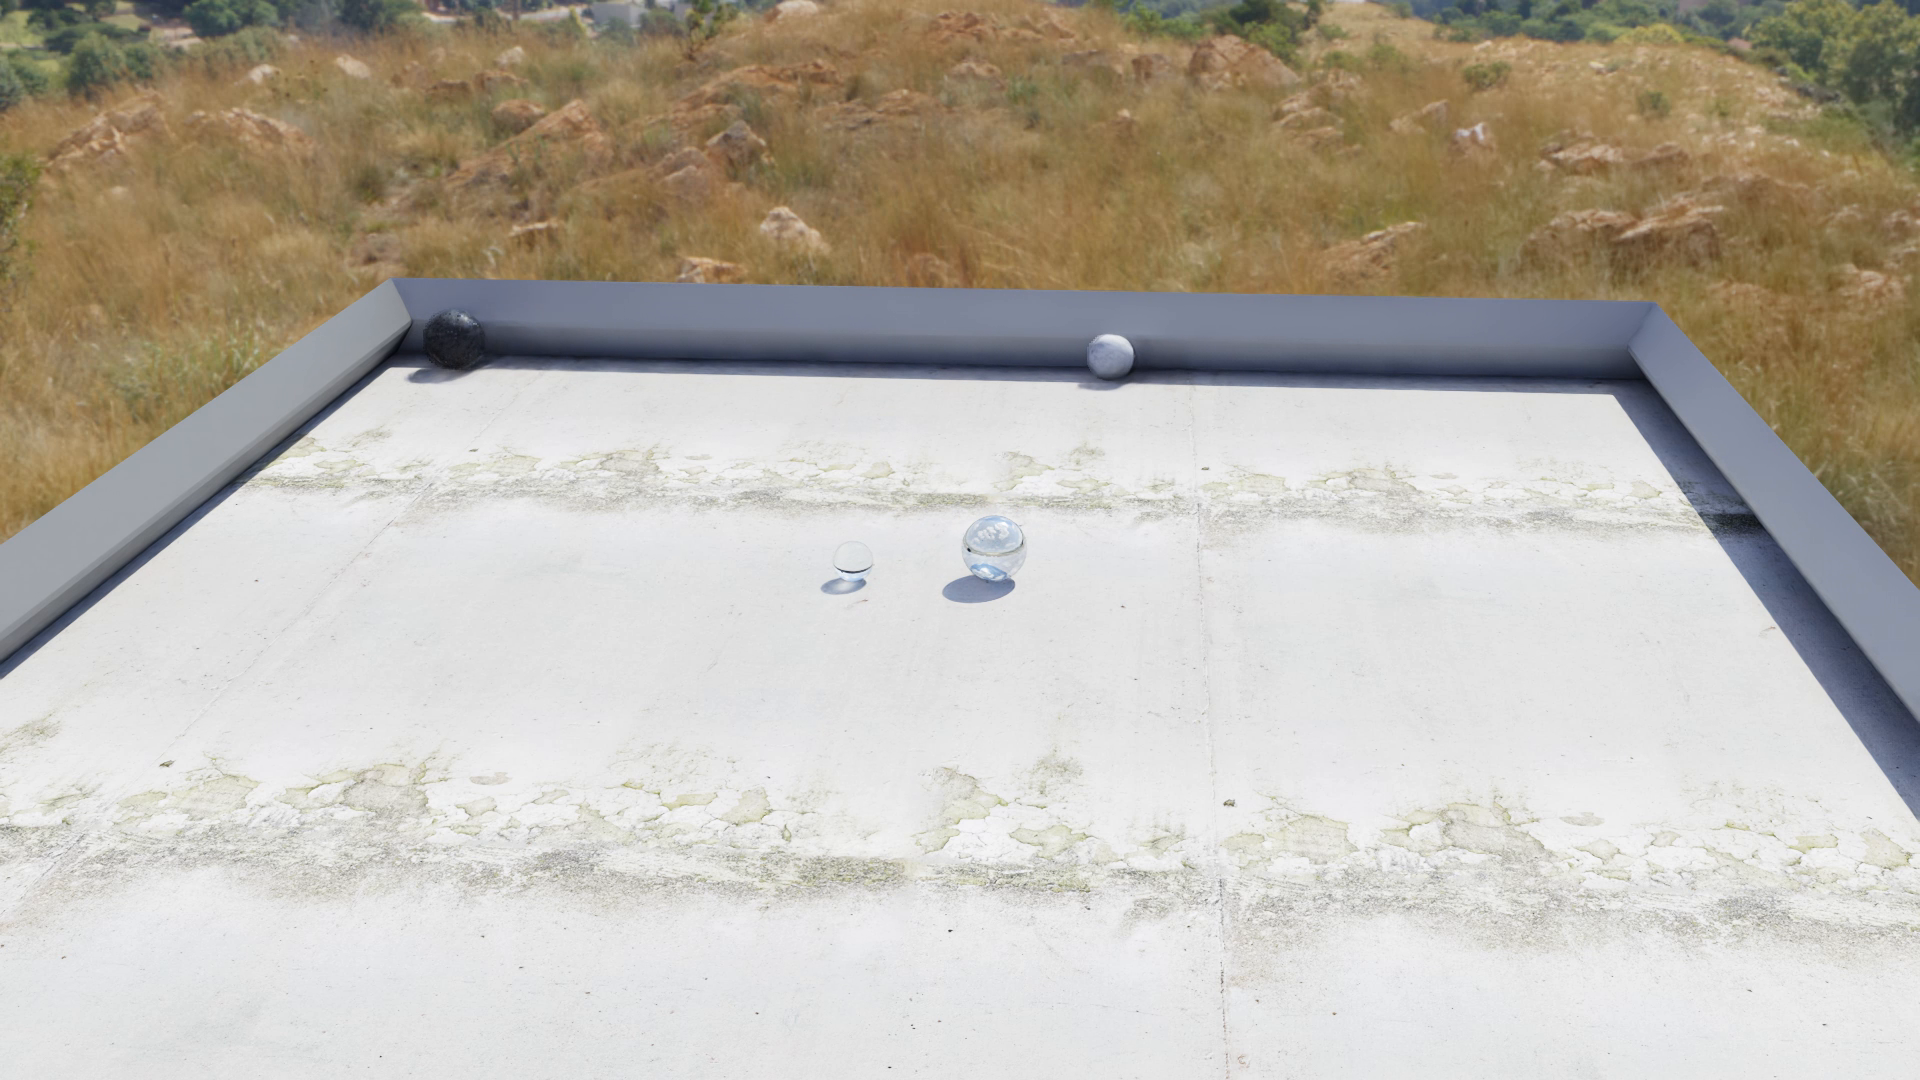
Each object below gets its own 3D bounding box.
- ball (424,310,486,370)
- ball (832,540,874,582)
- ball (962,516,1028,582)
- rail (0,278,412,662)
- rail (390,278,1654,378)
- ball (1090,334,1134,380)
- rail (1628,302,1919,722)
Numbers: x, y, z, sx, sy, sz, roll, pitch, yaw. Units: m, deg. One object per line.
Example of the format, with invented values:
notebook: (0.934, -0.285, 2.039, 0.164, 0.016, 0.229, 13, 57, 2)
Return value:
ball: (-0.782, -0.310, 3.408, 0.092, 0.092, 0.092, 0, 20, 0)
ball: (-0.123, 0.024, 2.537, 0.047, 0.047, 0.047, 0, 20, 0)
ball: (0.040, 0.010, 2.535, 0.077, 0.077, 0.077, 0, 20, 0)
rail: (-1.030, 0.252, 1.790, 0.045, 0.119, 3.645, 2, 20, 4)
rail: (0.074, -0.324, 3.404, 1.964, 0.119, 0.045, 2, 20, 4)
ball: (0.231, -0.279, 3.353, 0.069, 0.069, 0.069, 0, 20, 0)
rail: (0.879, 0.306, 1.641, 0.045, 0.119, 3.645, 2, 20, 4)
